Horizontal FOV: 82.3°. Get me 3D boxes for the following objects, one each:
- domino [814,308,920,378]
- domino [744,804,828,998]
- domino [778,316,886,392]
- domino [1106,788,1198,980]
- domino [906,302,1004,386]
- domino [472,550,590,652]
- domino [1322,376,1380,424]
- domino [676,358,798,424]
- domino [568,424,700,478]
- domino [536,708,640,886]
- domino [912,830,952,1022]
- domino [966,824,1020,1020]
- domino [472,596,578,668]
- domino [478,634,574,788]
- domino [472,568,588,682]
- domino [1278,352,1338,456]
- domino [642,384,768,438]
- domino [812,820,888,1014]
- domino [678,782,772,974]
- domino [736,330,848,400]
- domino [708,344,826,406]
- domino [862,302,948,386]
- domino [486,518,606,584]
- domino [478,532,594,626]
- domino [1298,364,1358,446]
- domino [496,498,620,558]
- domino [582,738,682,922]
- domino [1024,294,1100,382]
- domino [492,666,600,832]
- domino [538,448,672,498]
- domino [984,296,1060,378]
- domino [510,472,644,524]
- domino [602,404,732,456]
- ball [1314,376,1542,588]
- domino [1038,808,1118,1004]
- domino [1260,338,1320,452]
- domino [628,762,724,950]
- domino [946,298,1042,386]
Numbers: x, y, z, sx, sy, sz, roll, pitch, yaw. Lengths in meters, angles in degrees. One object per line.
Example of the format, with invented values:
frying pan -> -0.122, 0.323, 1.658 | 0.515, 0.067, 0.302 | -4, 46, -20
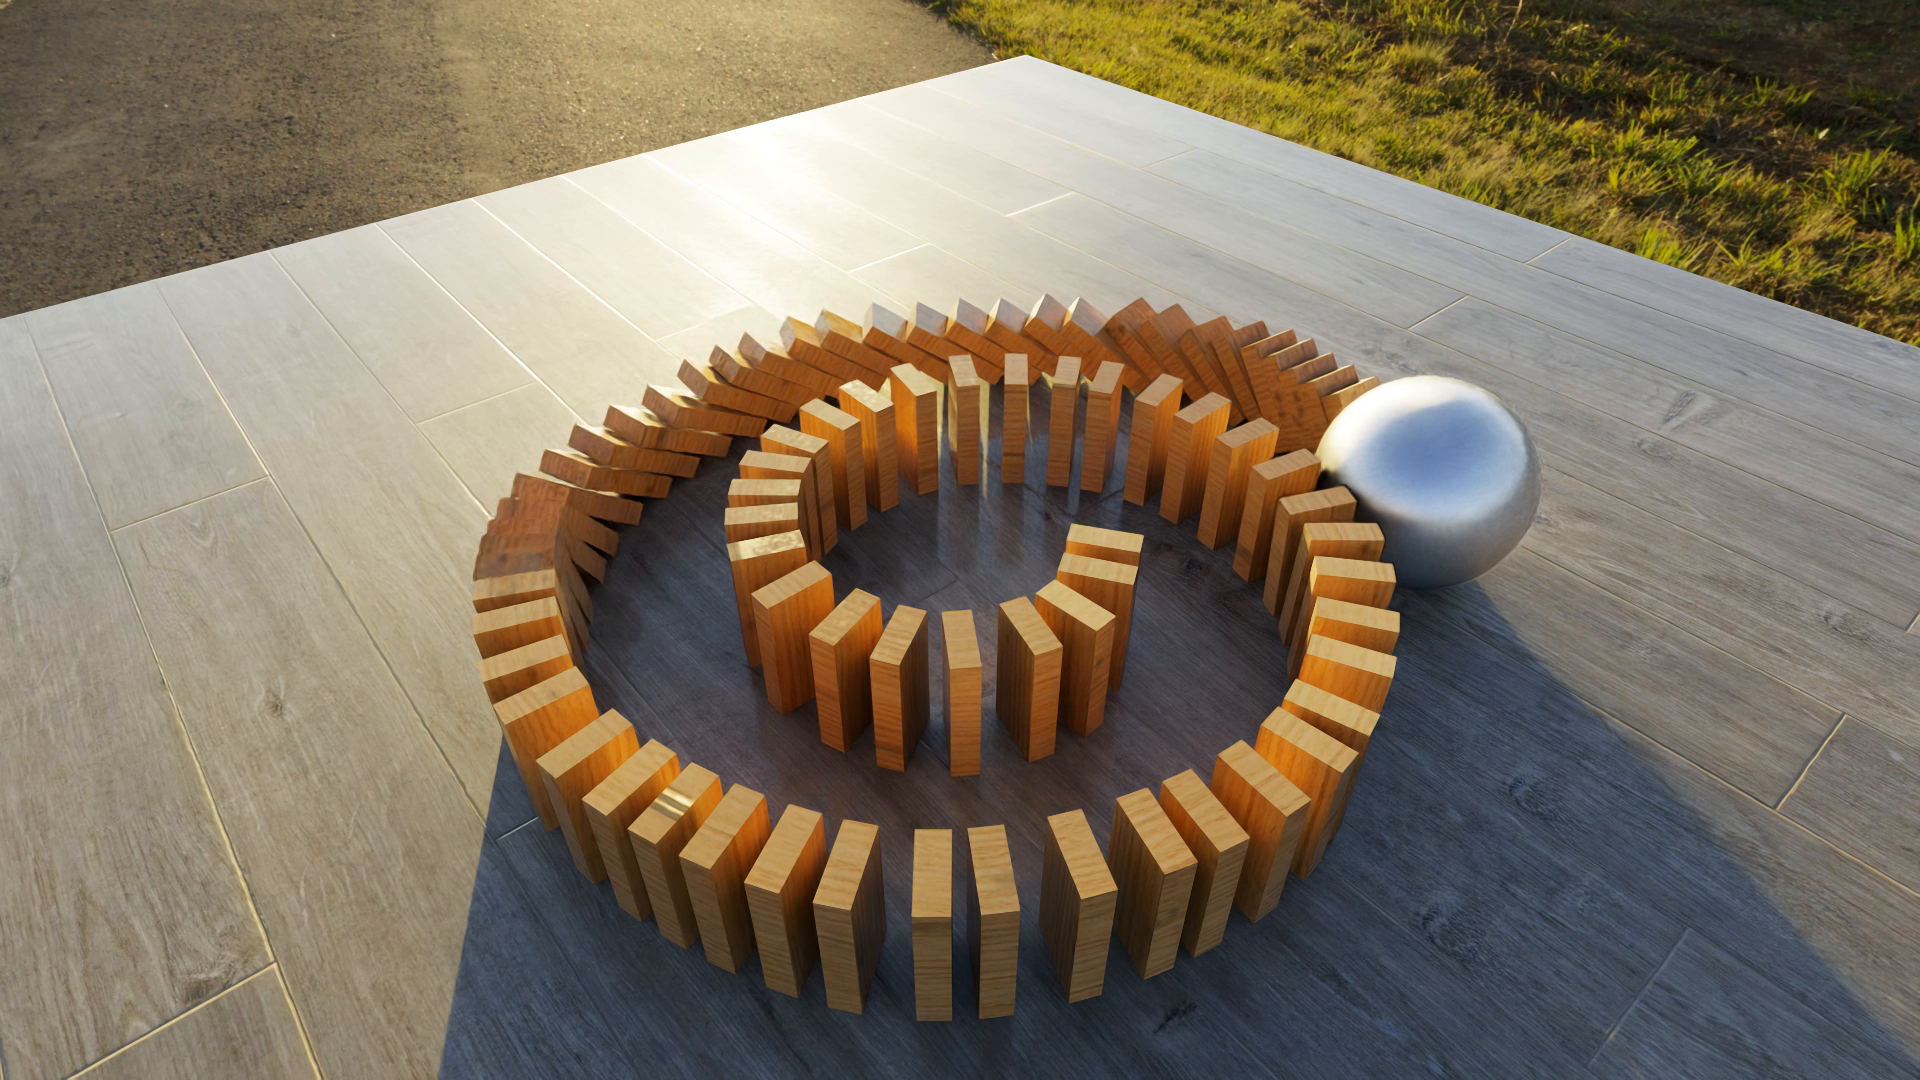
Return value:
domino -> -0.045, -0.093, 0.535 | 0.050, 0.010, 0.025 | 22, 26, -28
domino -> -0.044, 0.097, 0.293 | 0.010, 0.050, 0.025 | 13, 41, 15
domino -> -0.061, -0.089, 0.531 | 0.050, 0.010, 0.025 | 20, 26, -31
domino -> 0.050, 0.093, 0.297 | 0.009, 0.050, 0.025 | -15, 42, -17
domino -> -0.002, -0.097, 0.544 | 0.050, 0.009, 0.025 | 24, 36, -18
domino -> -0.148, 0.023, 0.383 | 0.025, 0.050, 0.009 | -5, 53, -6
domino -> 0.173, -0.041, 0.466 | 0.025, 0.050, 0.009 | -23, 7, -26
domino -> -0.102, -0.068, 0.505 | 0.050, 0.009, 0.025 | 11, 22, -48
domino -> -0.138, -0.037, 0.467 | 0.025, 0.009, 0.050 | 25, 9, 27
domino -> -0.104, 0.075, 0.320 | 0.010, 0.050, 0.025 | 29, 47, 30
domino -> -0.007, 0.101, 0.288 | 0.009, 0.050, 0.025 | 0, 39, 0
domino -> 0.008, 0.101, 0.289 | 0.009, 0.050, 0.025 | -5, 40, -6
domino -> -0.139, 0.043, 0.359 | 0.025, 0.050, 0.009 | -13, 41, -16
domino -> -0.131, 0.054, 0.345 | 0.025, 0.050, 0.010 | -19, 43, -22
domino -> -0.144, 0.033, 0.371 | 0.025, 0.050, 0.010 | -9, 41, -11
domino -> 0.159, -0.054, 0.481 | 0.025, 0.050, 0.009 | -23, 7, -26
domino -> -0.114, -0.058, 0.494 | 0.025, 0.009, 0.050 | 33, 18, 33
domino -> -0.028, 0.100, 0.290 | 0.010, 0.050, 0.025 | 8, 40, 10
domino -> -0.061, 0.092, 0.299 | 0.010, 0.050, 0.025 | 16, 42, 19
domino -> -0.078, -0.082, 0.521 | 0.050, 0.010, 0.025 | 16, 19, -43
domino -> -0.090, -0.075, 0.513 | 0.050, 0.009, 0.025 | 14, 21, -47
domino -> -0.024, -0.096, 0.541 | 0.050, 0.009, 0.025 | 25, 34, -22
domino -> -0.153, 0.005, 0.408 | 0.025, 0.050, 0.010 | 2, 73, 2
domino -> -0.150, 0.015, 0.393 | 0.025, 0.050, 0.009 | -3, 58, -3
domino -> 0.165, -0.047, 0.473 | 0.025, 0.050, 0.009 | -23, 7, -26
domino -> -0.153, -0.004, 0.420 | 0.025, 0.050, 0.010 | 5, 78, 6
domino -> -0.088, 0.083, 0.311 | 0.009, 0.050, 0.025 | 23, 45, 26
domino -> 0.057, -0.098, 0.542 | 0.050, 0.010, 0.025 | 36, 41, -11
domino -> -0.121, 0.064, 0.333 | 0.025, 0.050, 0.009 | -27, 46, -29
domino -> -0.145, -0.027, 0.454 | 0.025, 0.009, 0.050 | 20, 6, 22
domino -> 0.037, -0.098, 0.544 | 0.050, 0.010, 0.025 | 29, 38, -13
domino -> -0.151, -0.016, 0.438 | 0.025, 0.009, 0.050 | 14, -1, 17
domino -> -0.127, -0.047, 0.481 | 0.025, 0.010, 0.050 | 28, 13, 30
ball -> 0.174, -0.022, 0.414 | 0.080, 0.080, 0.080 | 0, 39, 0
domino -> 0.031, 0.098, 0.292 | 0.009, 0.050, 0.025 | -10, 40, -12
domino -> 0.153, -0.062, 0.490 | 0.025, 0.050, 0.009 | -24, 7, -26
domino -> -0.075, 0.088, 0.304 | 0.009, 0.050, 0.025 | 20, 43, 22
domino -> 0.018, -0.098, 0.544 | 0.050, 0.010, 0.025 | 27, 36, -16
